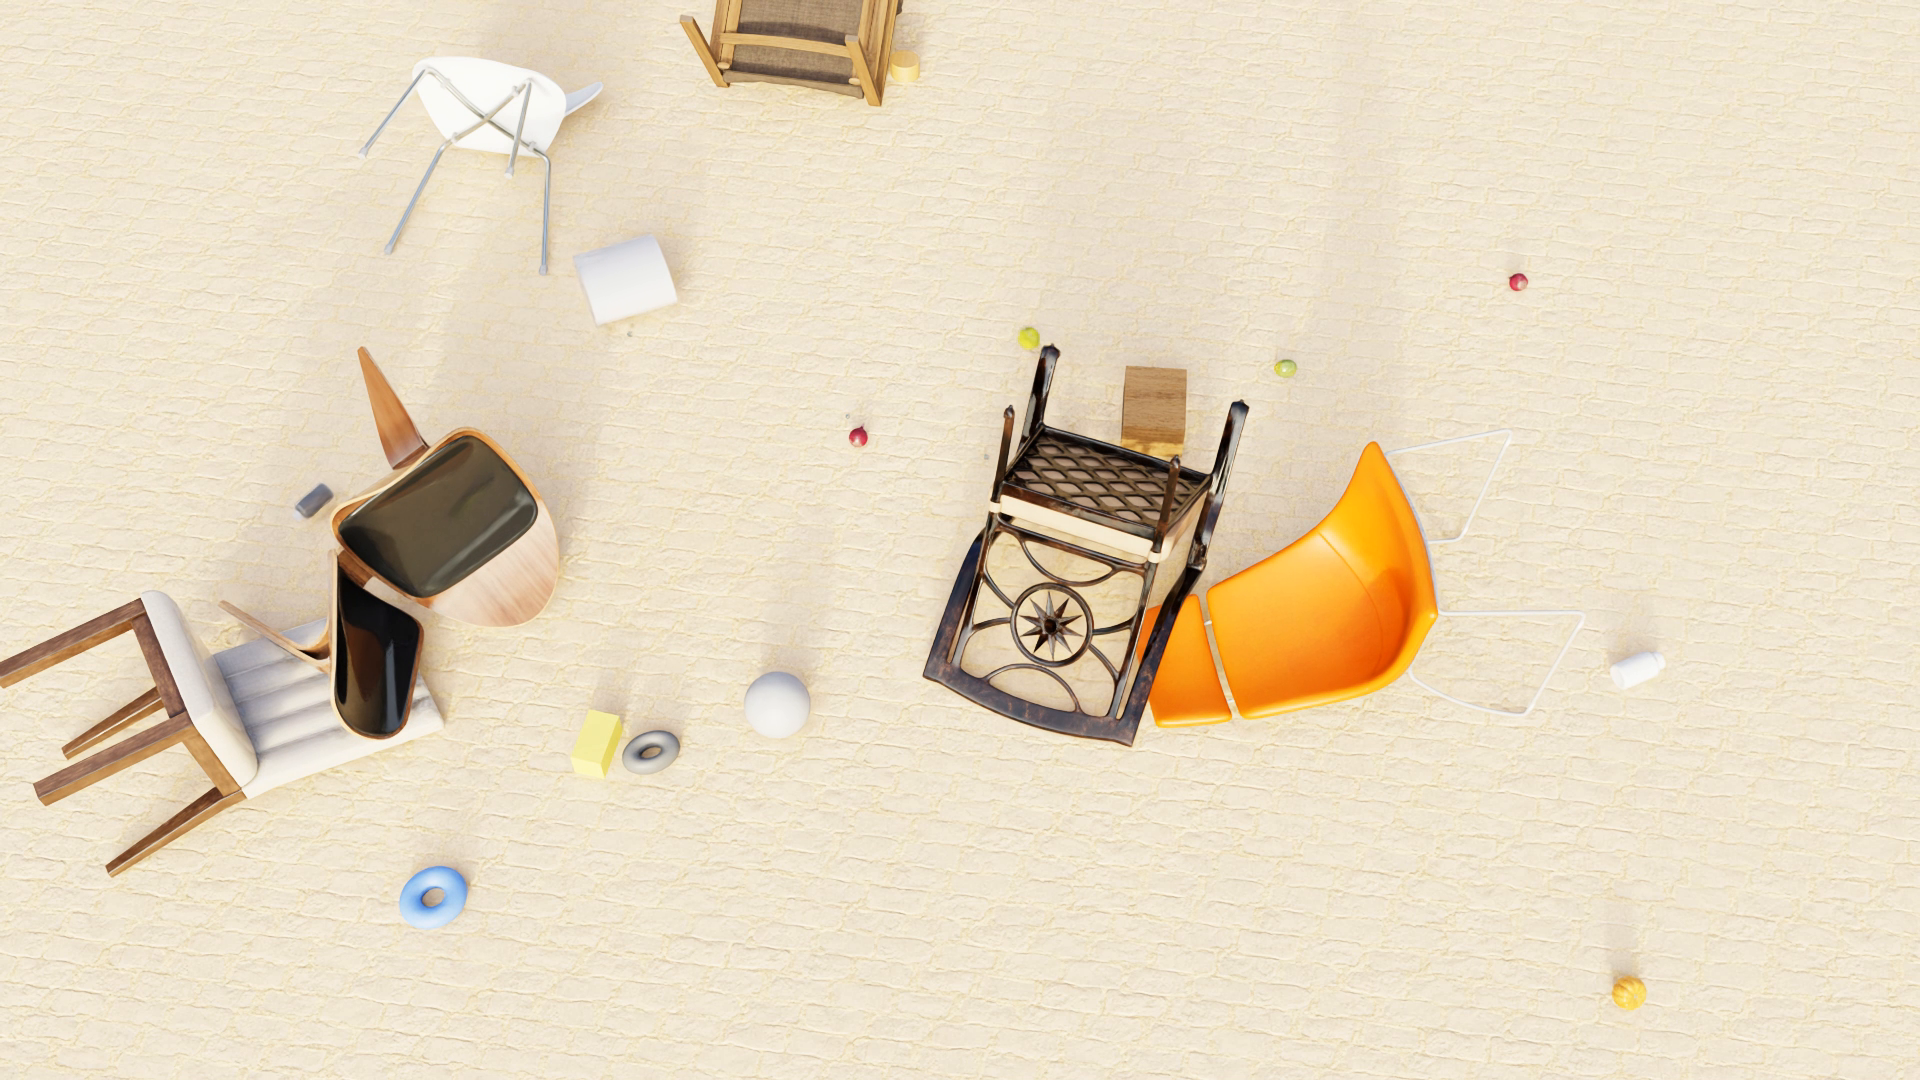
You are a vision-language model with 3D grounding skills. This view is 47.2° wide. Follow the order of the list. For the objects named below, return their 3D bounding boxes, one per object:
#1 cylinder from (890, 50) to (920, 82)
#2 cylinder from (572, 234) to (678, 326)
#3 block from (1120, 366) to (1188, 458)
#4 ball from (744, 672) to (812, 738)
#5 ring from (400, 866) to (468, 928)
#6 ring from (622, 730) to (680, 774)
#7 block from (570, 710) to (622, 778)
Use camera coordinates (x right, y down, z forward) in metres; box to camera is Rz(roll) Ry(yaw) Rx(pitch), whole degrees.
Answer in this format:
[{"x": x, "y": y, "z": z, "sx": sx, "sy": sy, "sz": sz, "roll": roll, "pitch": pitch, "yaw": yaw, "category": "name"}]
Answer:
[{"x": -0.191, "y": -1.644, "z": 7.634, "sx": 0.100, "sy": 0.071, "sz": 0.087, "roll": 5, "pitch": 56, "yaw": 3, "category": "cylinder"}, {"x": -1.074, "y": -0.833, "z": 7.033, "sx": 0.265, "sy": 0.163, "sz": 0.295, "roll": -18, "pitch": 52, "yaw": -12, "category": "cylinder"}, {"x": 0.595, "y": -0.395, "z": 6.752, "sx": 0.188, "sy": 0.145, "sz": 0.231, "roll": 4, "pitch": 56, "yaw": 3, "category": "block"}, {"x": -0.511, "y": 0.461, "z": 6.151, "sx": 0.189, "sy": 0.189, "sz": 0.189, "roll": 0, "pitch": 56, "yaw": 0, "category": "ball"}, {"x": -1.412, "y": 0.959, "z": 5.897, "sx": 0.173, "sy": 0.056, "sz": 0.188, "roll": 37, "pitch": 63, "yaw": 23, "category": "ring"}, {"x": -0.862, "y": 0.593, "z": 6.139, "sx": 0.168, "sy": 0.063, "sz": 0.120, "roll": -21, "pitch": 60, "yaw": -12, "category": "ring"}, {"x": -1.013, "y": 0.569, "z": 6.139, "sx": 0.087, "sy": 0.087, "sz": 0.156, "roll": 12, "pitch": 57, "yaw": 8, "category": "block"}]
